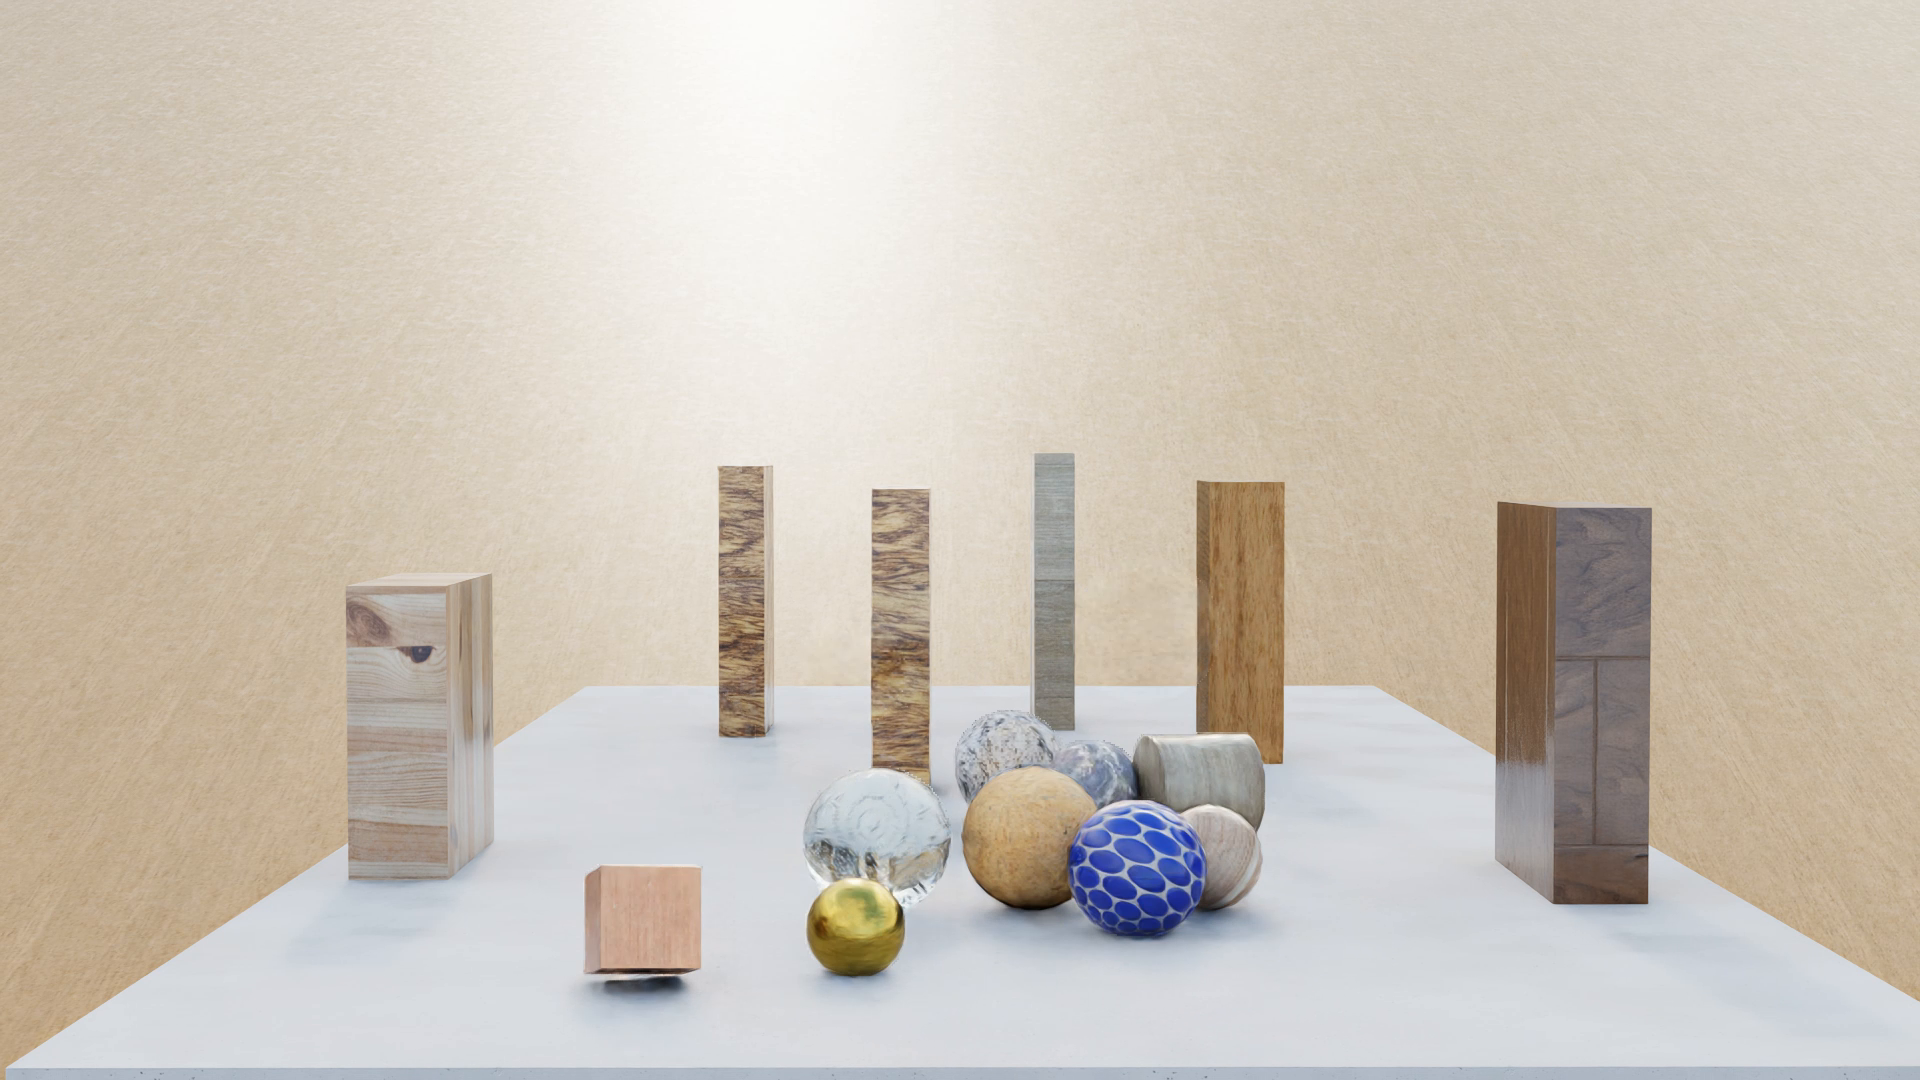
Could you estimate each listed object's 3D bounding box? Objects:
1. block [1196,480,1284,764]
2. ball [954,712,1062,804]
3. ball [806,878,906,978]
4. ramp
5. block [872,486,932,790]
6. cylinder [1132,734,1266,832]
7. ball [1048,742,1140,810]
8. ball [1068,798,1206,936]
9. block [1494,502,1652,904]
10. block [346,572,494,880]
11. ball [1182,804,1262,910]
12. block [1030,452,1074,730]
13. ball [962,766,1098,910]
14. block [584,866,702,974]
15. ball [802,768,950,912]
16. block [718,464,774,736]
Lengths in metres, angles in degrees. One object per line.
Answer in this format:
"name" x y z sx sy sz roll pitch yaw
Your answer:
"block" 0.550 0.154 5.071 0.144 0.541 0.264 0 2 0
"ball" 0.081 0.369 4.178 0.180 0.180 0.180 0 24 0
"ball" -0.121 0.451 2.994 0.116 0.116 0.116 0 24 0
"ramp" 0.055 0.496 4.544 2.000 0.100 4.000 0 2 0
"block" -0.103 0.172 4.676 0.101 0.537 0.408 0 2 0
"cylinder" 0.368 0.384 3.998 0.162 0.162 0.162 0 23 -16
"ball" 0.203 0.390 4.002 0.154 0.154 0.154 0 24 0
"ball" 0.223 0.415 3.249 0.175 0.175 0.175 0 24 0
"block" 0.855 0.215 3.615 0.127 0.530 0.373 0 2 0
"block" -0.793 0.266 3.808 0.141 0.416 0.363 0 2 0
"ball" 0.330 0.419 3.402 0.138 0.138 0.138 0 24 0
"block" 0.202 0.105 5.674 0.086 0.595 0.325 0 2 0
"ball" 0.096 0.394 3.402 0.189 0.189 0.189 0 24 0
"block" -0.361 0.434 2.929 0.113 0.113 0.113 3 -13 -17
"ball" -0.109 0.394 3.353 0.193 0.193 0.193 0 24 0
"block" -0.458 0.124 5.542 0.096 0.569 0.292 0 2 0
